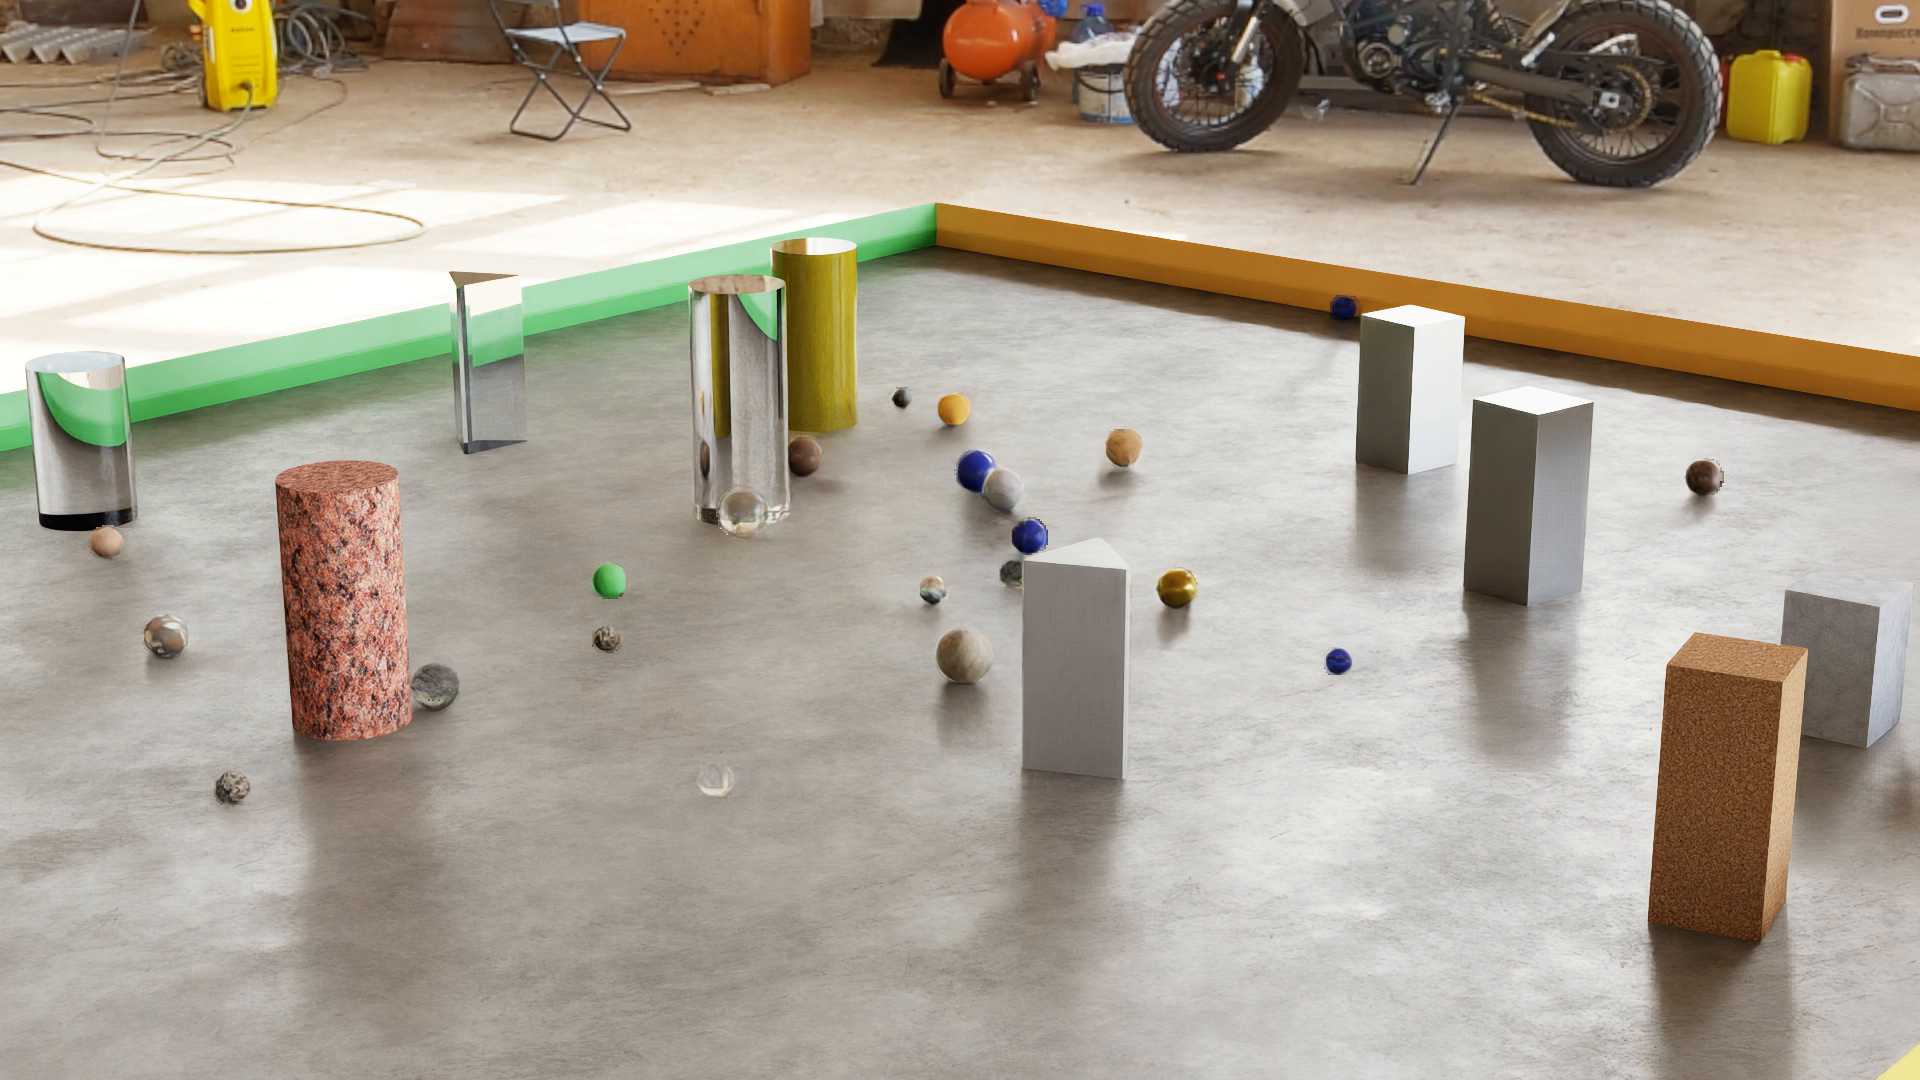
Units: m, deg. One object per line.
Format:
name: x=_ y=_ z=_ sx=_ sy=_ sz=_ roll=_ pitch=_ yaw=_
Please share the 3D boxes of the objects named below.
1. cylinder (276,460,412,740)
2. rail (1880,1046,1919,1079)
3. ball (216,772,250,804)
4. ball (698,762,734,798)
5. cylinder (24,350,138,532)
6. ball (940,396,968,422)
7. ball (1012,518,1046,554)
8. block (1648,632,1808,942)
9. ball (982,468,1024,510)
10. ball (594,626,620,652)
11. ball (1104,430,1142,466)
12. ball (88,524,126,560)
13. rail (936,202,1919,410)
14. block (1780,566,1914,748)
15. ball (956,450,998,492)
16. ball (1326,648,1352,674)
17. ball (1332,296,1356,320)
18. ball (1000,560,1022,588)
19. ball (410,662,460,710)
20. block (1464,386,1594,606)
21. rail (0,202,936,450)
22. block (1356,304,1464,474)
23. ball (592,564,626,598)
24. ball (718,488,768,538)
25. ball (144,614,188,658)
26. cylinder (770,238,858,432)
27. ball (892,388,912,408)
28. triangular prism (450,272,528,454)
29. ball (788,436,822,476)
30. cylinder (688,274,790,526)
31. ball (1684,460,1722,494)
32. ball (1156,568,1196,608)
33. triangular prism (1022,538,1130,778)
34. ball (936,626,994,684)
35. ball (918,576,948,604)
cylinder: x=-0.935 y=0.090 z=4.458 sx=0.182 sy=0.389 sz=0.182 roll=0 pitch=17 yaw=0
rail: x=1.567 y=0.424 z=3.820 sx=0.045 sy=0.118 sz=4.627 roll=14 pitch=22 yaw=39
ball: x=-1.037 y=0.353 z=4.178 sx=0.048 sy=0.048 sz=0.048 roll=0 pitch=17 yaw=0
ball: x=-0.350 y=0.344 z=4.204 sx=0.051 sy=0.051 sz=0.051 roll=0 pitch=17 yaw=0
cylinder: x=-1.654 y=-0.188 z=5.522 sx=0.182 sy=0.304 sz=0.182 roll=0 pitch=17 yaw=0
ball: x=-0.014 y=-0.277 z=6.224 sx=0.057 sy=0.057 sz=0.057 roll=0 pitch=17 yaw=0
ball: x=0.125 y=-0.007 z=5.337 sx=0.064 sy=0.064 sz=0.064 roll=0 pitch=17 yaw=0
block: x=0.988 y=0.316 z=3.775 sx=0.145 sy=0.352 sz=0.145 roll=9 pitch=19 yaw=26
ball: x=0.083 y=-0.097 z=5.608 sx=0.080 sy=0.080 sz=0.080 roll=0 pitch=17 yaw=0
ball: x=-0.580 y=0.162 z=4.817 sx=0.043 sy=0.043 sz=0.043 roll=0 pitch=17 yaw=0
ball: x=0.329 y=-0.185 z=5.912 sx=0.073 sy=0.073 sz=0.073 roll=0 pitch=17 yaw=0
ball: x=-1.545 y=0.005 z=5.311 sx=0.069 sy=0.069 sz=0.069 roll=0 pitch=17 yaw=0
rail: x=1.501 y=-0.472 z=6.776 sx=4.197 sy=0.118 sz=0.045 roll=14 pitch=22 yaw=39
block: x=1.344 y=0.176 z=4.461 sx=0.145 sy=0.223 sz=0.145 roll=12 pitch=21 yaw=34
ball: x=0.035 y=-0.134 z=5.725 sx=0.083 sy=0.083 sz=0.083 roll=0 pitch=17 yaw=0
ball: x=0.608 y=0.195 z=4.710 sx=0.043 sy=0.043 sz=0.043 roll=0 pitch=17 yaw=0
ball: x=0.942 y=-0.568 z=7.200 sx=0.059 sy=0.059 sz=0.059 roll=0 pitch=17 yaw=0
ball: x=0.093 y=0.061 z=5.143 sx=0.048 sy=0.048 sz=0.048 roll=0 pitch=17 yaw=0
ball: x=-0.815 y=0.227 z=4.549 sx=0.074 sy=0.074 sz=0.074 roll=0 pitch=17 yaw=0
block: x=0.986 y=-0.078 z=5.093 sx=0.145 sy=0.341 sz=0.145 roll=-13 pitch=21 yaw=-37
rail: x=-1.567 y=-0.365 z=6.423 sx=0.045 sy=0.118 sz=4.627 roll=14 pitch=22 yaw=39
block: x=0.906 y=-0.304 z=5.910 sx=0.145 sy=0.302 sz=0.145 roll=-13 pitch=21 yaw=-37
ball: x=-0.608 y=0.070 z=5.092 sx=0.059 sy=0.059 sz=0.059 roll=0 pitch=17 yaw=0
ball: x=-0.402 y=-0.051 z=5.437 sx=0.091 sy=0.091 sz=0.091 roll=0 pitch=17 yaw=0
ball: x=-1.296 y=0.156 z=4.789 sx=0.071 sy=0.071 sz=0.071 roll=0 pitch=17 yaw=0
cylinder: x=-0.308 y=-0.436 z=6.210 sx=0.182 sy=0.379 sz=0.182 roll=0 pitch=17 yaw=0
ball: x=-0.125 y=-0.308 z=6.371 sx=0.042 sy=0.042 sz=0.042 roll=0 pitch=17 yaw=0
triangular prism: x=-1.004 y=-0.373 z=6.053 sx=0.136 sy=0.350 sz=0.157 roll=16 pitch=23 yaw=42
ball: x=-0.313 y=-0.166 z=5.839 sx=0.079 sy=0.079 sz=0.079 roll=0 pitch=17 yaw=0
cylinder: x=-0.416 y=-0.264 z=5.531 sx=0.182 sy=0.445 sz=0.182 roll=0 pitch=17 yaw=0
ball: x=1.448 y=-0.123 z=5.713 sx=0.069 sy=0.069 sz=0.069 roll=0 pitch=17 yaw=0
ball: x=0.372 y=0.083 z=5.035 sx=0.068 sy=0.068 sz=0.068 roll=0 pitch=17 yaw=0
triangular prism: x=0.186 y=0.169 z=4.316 sx=0.157 sy=0.320 sz=0.136 roll=5 pitch=18 yaw=16
ball: x=0.008 y=0.183 z=4.666 sx=0.091 sy=0.091 sz=0.091 roll=0 pitch=17 yaw=0
ball: x=-0.047 y=0.086 z=5.058 sx=0.049 sy=0.049 sz=0.049 roll=0 pitch=17 yaw=0
